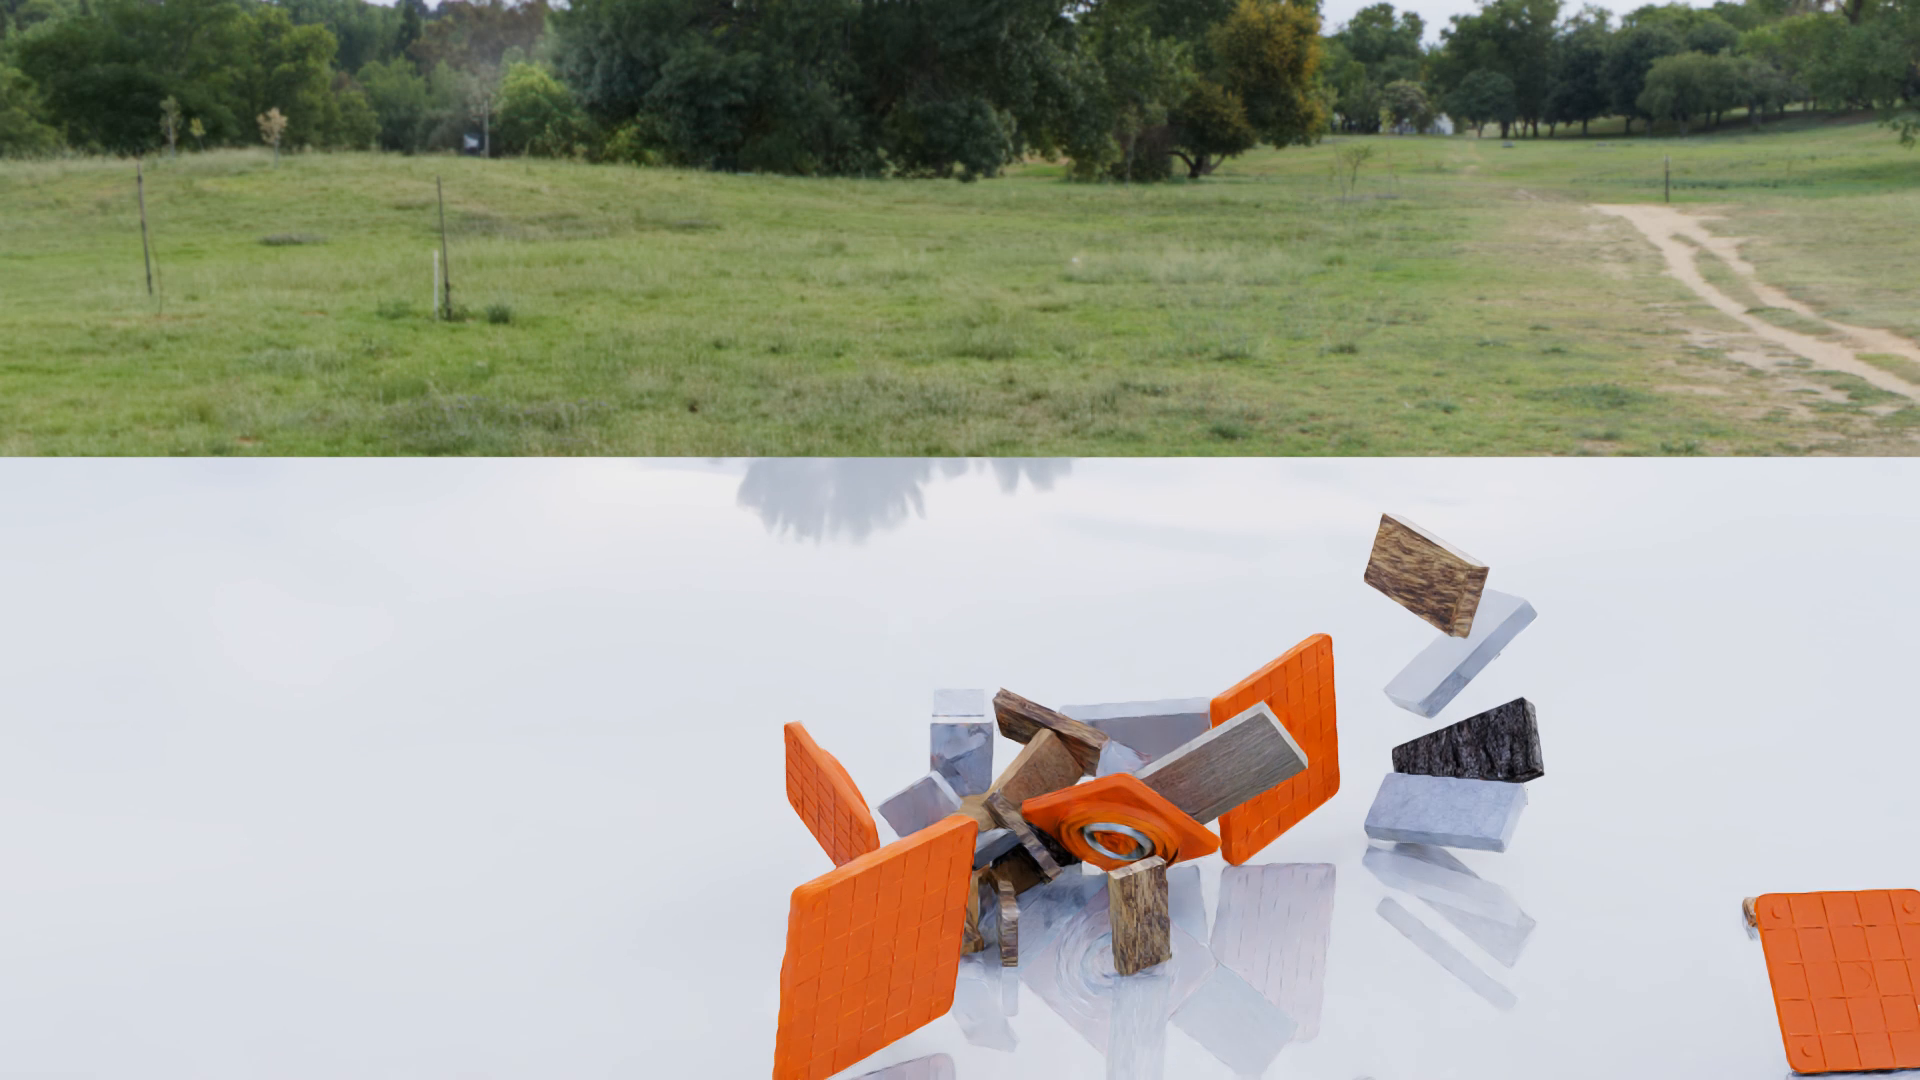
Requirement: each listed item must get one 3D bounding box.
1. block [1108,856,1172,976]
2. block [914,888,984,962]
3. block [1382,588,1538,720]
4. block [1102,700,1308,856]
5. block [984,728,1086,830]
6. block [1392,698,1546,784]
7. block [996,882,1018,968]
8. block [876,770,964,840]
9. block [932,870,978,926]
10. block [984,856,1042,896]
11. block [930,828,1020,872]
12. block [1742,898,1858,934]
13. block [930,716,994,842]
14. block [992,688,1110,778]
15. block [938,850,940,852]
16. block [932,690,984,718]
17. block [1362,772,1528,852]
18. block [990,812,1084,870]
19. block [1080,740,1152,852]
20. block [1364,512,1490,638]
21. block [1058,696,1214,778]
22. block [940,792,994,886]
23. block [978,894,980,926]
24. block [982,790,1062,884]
[{"bbox_3d":[0.270,0.564,3.300,0.086,0.172,0.024,-15,26,-21],"label":"block"},{"bbox_3d":[-0.018,0.601,3.439,0.074,0.021,0.148,-11,25,-11],"label":"block"},{"bbox_3d":[0.929,0.210,4.092,0.283,0.040,0.142,-43,17,-7],"label":"block"},{"bbox_3d":[0.406,0.399,3.664,0.325,0.128,0.036,-33,16,22],"label":"block"},{"bbox_3d":[0.111,0.446,3.823,0.222,0.111,0.031,-47,29,-18],"label":"block"},{"bbox_3d":[0.917,0.401,3.983,0.283,0.142,0.040,-28,-44,36],"label":"block"},{"bbox_3d":[0.073,0.596,3.417,0.023,0.081,0.161,1,10,-2],"label":"block"},{"bbox_3d":[-0.069,0.453,3.754,0.149,0.074,0.021,-34,7,39],"label":"block"},{"bbox_3d":[-0.007,0.575,3.541,0.074,0.021,0.148,0,32,0],"label":"block"},{"bbox_3d":[0.090,0.563,3.671,0.016,0.055,0.111,-43,-15,31],"label":"block"},{"bbox_3d":[0.023,0.491,3.479,0.086,0.024,0.172,-30,4,-24],"label":"block"},{"bbox_3d":[1.349,0.603,3.534,0.161,0.023,0.081,2,11,11],"label":"block"},{"bbox_3d":[0.003,0.427,3.933,0.111,0.222,0.031,0,13,-2],"label":"block"},{"bbox_3d":[0.166,0.344,3.880,0.222,0.111,0.031,22,59,26],"label":"block"},{"bbox_3d":[-0.004,0.559,3.628,0.055,0.016,0.111,-4,44,-4],"label":"block"},{"bbox_3d":[-0.003,0.312,4.072,0.093,0.026,0.186,0,11,0],"label":"block"},{"bbox_3d":[0.856,0.480,3.887,0.256,0.036,0.128,1,43,36],"label":"block"},{"bbox_3d":[0.136,0.525,3.776,0.171,0.086,0.024,-6,23,-30],"label":"block"},{"bbox_3d":[0.267,0.438,3.755,0.085,0.171,0.024,24,-20,-24],"label":"block"},{"bbox_3d":[0.795,0.058,3.764,0.036,0.128,0.256,5,18,-28],"label":"block"},{"bbox_3d":[0.310,0.360,3.999,0.283,0.142,0.040,-2,38,-14],"label":"block"},{"bbox_3d":[0.011,0.509,3.714,0.086,0.024,0.171,-11,45,21],"label":"block"},{"bbox_3d":[0.003,0.581,3.566,0.055,0.016,0.111,0,32,-1],"label":"block"},{"bbox_3d":[0.103,0.497,3.670,0.024,0.172,0.086,-37,-7,-13],"label":"block"}]
